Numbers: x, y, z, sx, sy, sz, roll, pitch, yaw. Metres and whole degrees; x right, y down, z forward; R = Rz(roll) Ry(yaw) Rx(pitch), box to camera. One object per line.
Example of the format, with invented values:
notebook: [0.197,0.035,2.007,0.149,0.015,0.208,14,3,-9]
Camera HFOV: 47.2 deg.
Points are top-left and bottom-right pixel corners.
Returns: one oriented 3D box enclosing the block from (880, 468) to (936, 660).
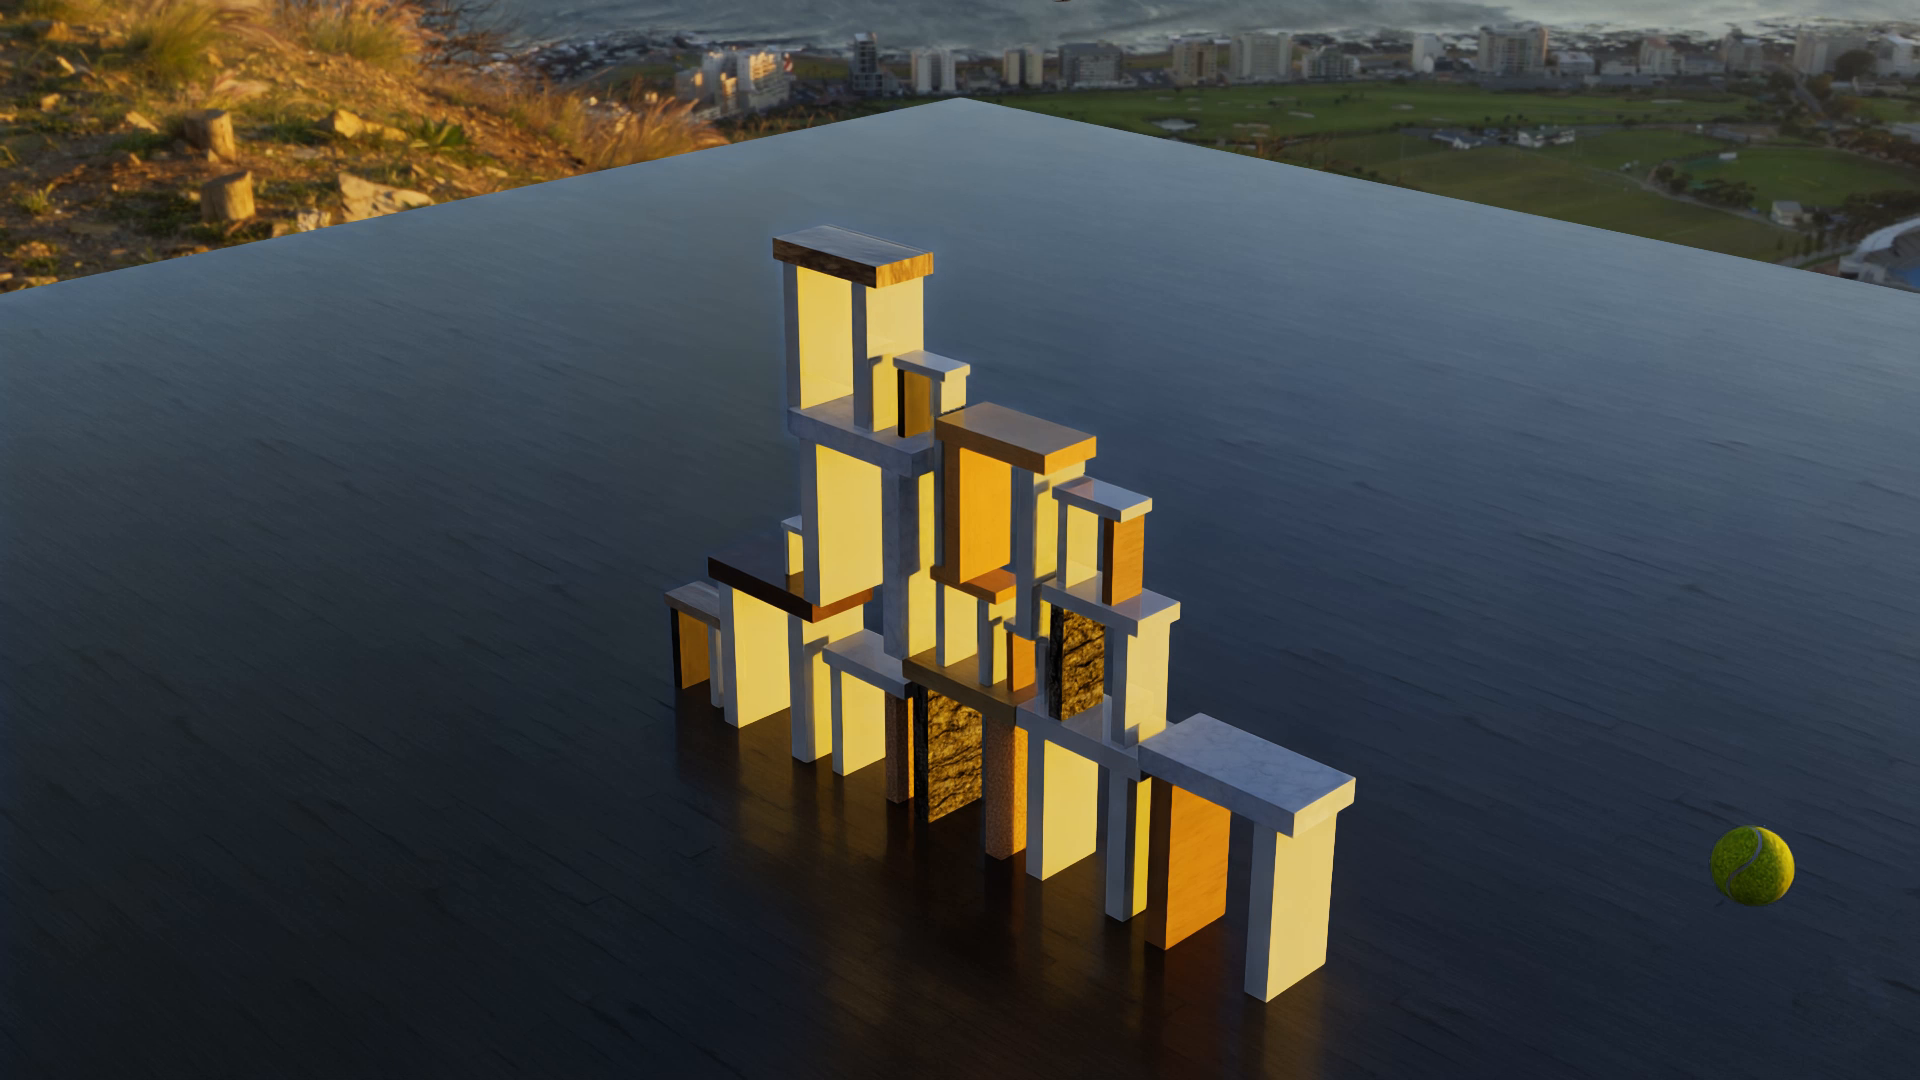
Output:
block: [-0.070,0.025,4.313,0.177,0.393,0.050,-21,31,-41]

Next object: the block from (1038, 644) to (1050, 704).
block: [0.174,0.243,4.138,0.017,0.120,0.060,22,31,40]

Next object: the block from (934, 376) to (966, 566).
block: [-0.020,-0.134,4.190,0.019,0.376,0.068,19,29,38]

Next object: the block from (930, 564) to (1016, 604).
block: [0.036,0.075,4.212,0.177,0.025,0.089,21,31,40]

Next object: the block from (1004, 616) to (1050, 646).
block: [0.146,0.168,4.139,0.120,0.017,0.060,20,30,39]

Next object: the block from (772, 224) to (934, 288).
block: [-0.207,-0.547,4.222,0.294,0.042,0.147,21,31,41]

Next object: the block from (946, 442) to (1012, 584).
block: [0.035,-0.068,4.164,0.039,0.275,0.138,21,31,40]

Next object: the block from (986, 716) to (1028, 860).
block: [0.119,0.459,4.291,0.043,0.303,0.152,21,31,41]

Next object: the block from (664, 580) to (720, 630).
block: [-0.556,0.145,4.882,0.196,0.028,0.098,21,31,41]

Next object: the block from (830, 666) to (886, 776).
block: [-0.212,0.359,4.601,0.035,0.246,0.123,21,31,41]

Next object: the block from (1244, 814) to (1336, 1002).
block: [0.580,0.621,3.856,0.049,0.345,0.172,21,31,41]

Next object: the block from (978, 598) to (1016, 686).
block: [0.077,0.184,4.214,0.089,0.177,0.025,-21,31,-41]

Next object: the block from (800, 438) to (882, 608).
block: [-0.238,-0.058,4.459,0.050,0.355,0.177,21,31,41]

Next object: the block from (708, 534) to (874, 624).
block: [-0.360,0.080,4.650,0.337,0.048,0.168,21,31,41]

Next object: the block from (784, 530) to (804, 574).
block: [-0.343,0.019,4.604,0.014,0.101,0.050,21,31,41]

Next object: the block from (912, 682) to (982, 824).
block: [-0.024,0.403,4.423,0.043,0.303,0.152,21,31,41]

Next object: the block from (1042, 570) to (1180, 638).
block: [0.271,0.110,3.973,0.230,0.033,0.115,21,31,41]

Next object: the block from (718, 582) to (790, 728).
block: [-0.440,0.226,4.798,0.048,0.337,0.168,21,31,41]

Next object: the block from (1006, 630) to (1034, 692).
block: [0.116,0.222,4.192,0.017,0.124,0.060,19,30,41]

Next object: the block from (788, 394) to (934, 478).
block: [-0.154,-0.211,4.303,0.177,0.050,0.355,-21,31,-41]

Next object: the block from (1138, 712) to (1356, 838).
block: [0.499,0.408,3.854,0.345,0.049,0.172,21,31,41]

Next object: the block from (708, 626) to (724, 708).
block: [-0.510,0.266,4.883,0.028,0.196,0.098,21,31,41]

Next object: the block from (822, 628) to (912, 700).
block: [-0.154,0.252,4.493,0.246,0.035,0.123,21,31,41]

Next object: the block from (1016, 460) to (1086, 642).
block: [0.166,0.008,4.062,0.039,0.337,0.138,22,31,40]

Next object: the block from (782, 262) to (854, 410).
block: [-0.276,-0.419,4.351,0.147,0.294,0.042,-21,31,-41]

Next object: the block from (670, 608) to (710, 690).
block: [-0.602,0.230,4.969,0.028,0.196,0.098,21,31,41]

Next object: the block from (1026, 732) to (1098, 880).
block: [0.197,0.485,4.224,0.043,0.307,0.153,21,31,41]

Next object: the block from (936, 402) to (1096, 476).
block: [0.101,-0.189,4.045,0.275,0.039,0.138,21,30,40]

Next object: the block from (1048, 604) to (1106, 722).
block: [0.217,0.210,4.074,0.033,0.230,0.115,21,31,41]

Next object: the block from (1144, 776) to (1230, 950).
block: [0.417,0.558,4.005,0.049,0.345,0.172,21,31,41]

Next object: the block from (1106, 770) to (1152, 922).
block: [0.341,0.542,4.091,0.043,0.307,0.153,21,31,41]

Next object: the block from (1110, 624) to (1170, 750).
block: [0.326,0.252,3.974,0.033,0.230,0.115,21,31,41]

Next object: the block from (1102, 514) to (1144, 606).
block: [0.291,0.028,3.914,0.023,0.165,0.082,21,31,41]

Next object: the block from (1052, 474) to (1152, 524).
block: [0.252,-0.074,3.913,0.165,0.023,0.082,21,31,41]

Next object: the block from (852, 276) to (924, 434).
block: [-0.138,-0.365,4.223,0.147,0.294,0.042,-21,31,-41]

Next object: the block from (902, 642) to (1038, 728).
block: [0.047,0.271,4.289,0.152,0.043,0.303,-21,31,-41]

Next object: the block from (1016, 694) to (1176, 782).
block: [0.269,0.352,4.089,0.307,0.043,0.153,21,31,41]

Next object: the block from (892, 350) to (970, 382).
block: [-0.054,-0.328,4.142,0.136,0.019,0.068,20,30,39]

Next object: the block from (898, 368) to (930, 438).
block: [-0.088,-0.269,4.201,0.068,0.136,0.019,-21,31,-41]

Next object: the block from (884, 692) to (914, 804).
block: [-0.096,0.404,4.494,0.035,0.246,0.123,21,31,41]

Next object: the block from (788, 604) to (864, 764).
block: [-0.281,0.288,4.652,0.048,0.337,0.168,21,31,41]

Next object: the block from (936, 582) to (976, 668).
block: [-0.007,0.151,4.291,0.025,0.177,0.089,21,31,41]

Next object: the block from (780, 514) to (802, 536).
block: [-0.320,-0.025,4.560,0.050,0.014,0.101,-21,31,-40]

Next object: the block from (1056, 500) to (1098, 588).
block: [0.213,-0.003,3.986,0.023,0.165,0.082,21,31,41]
